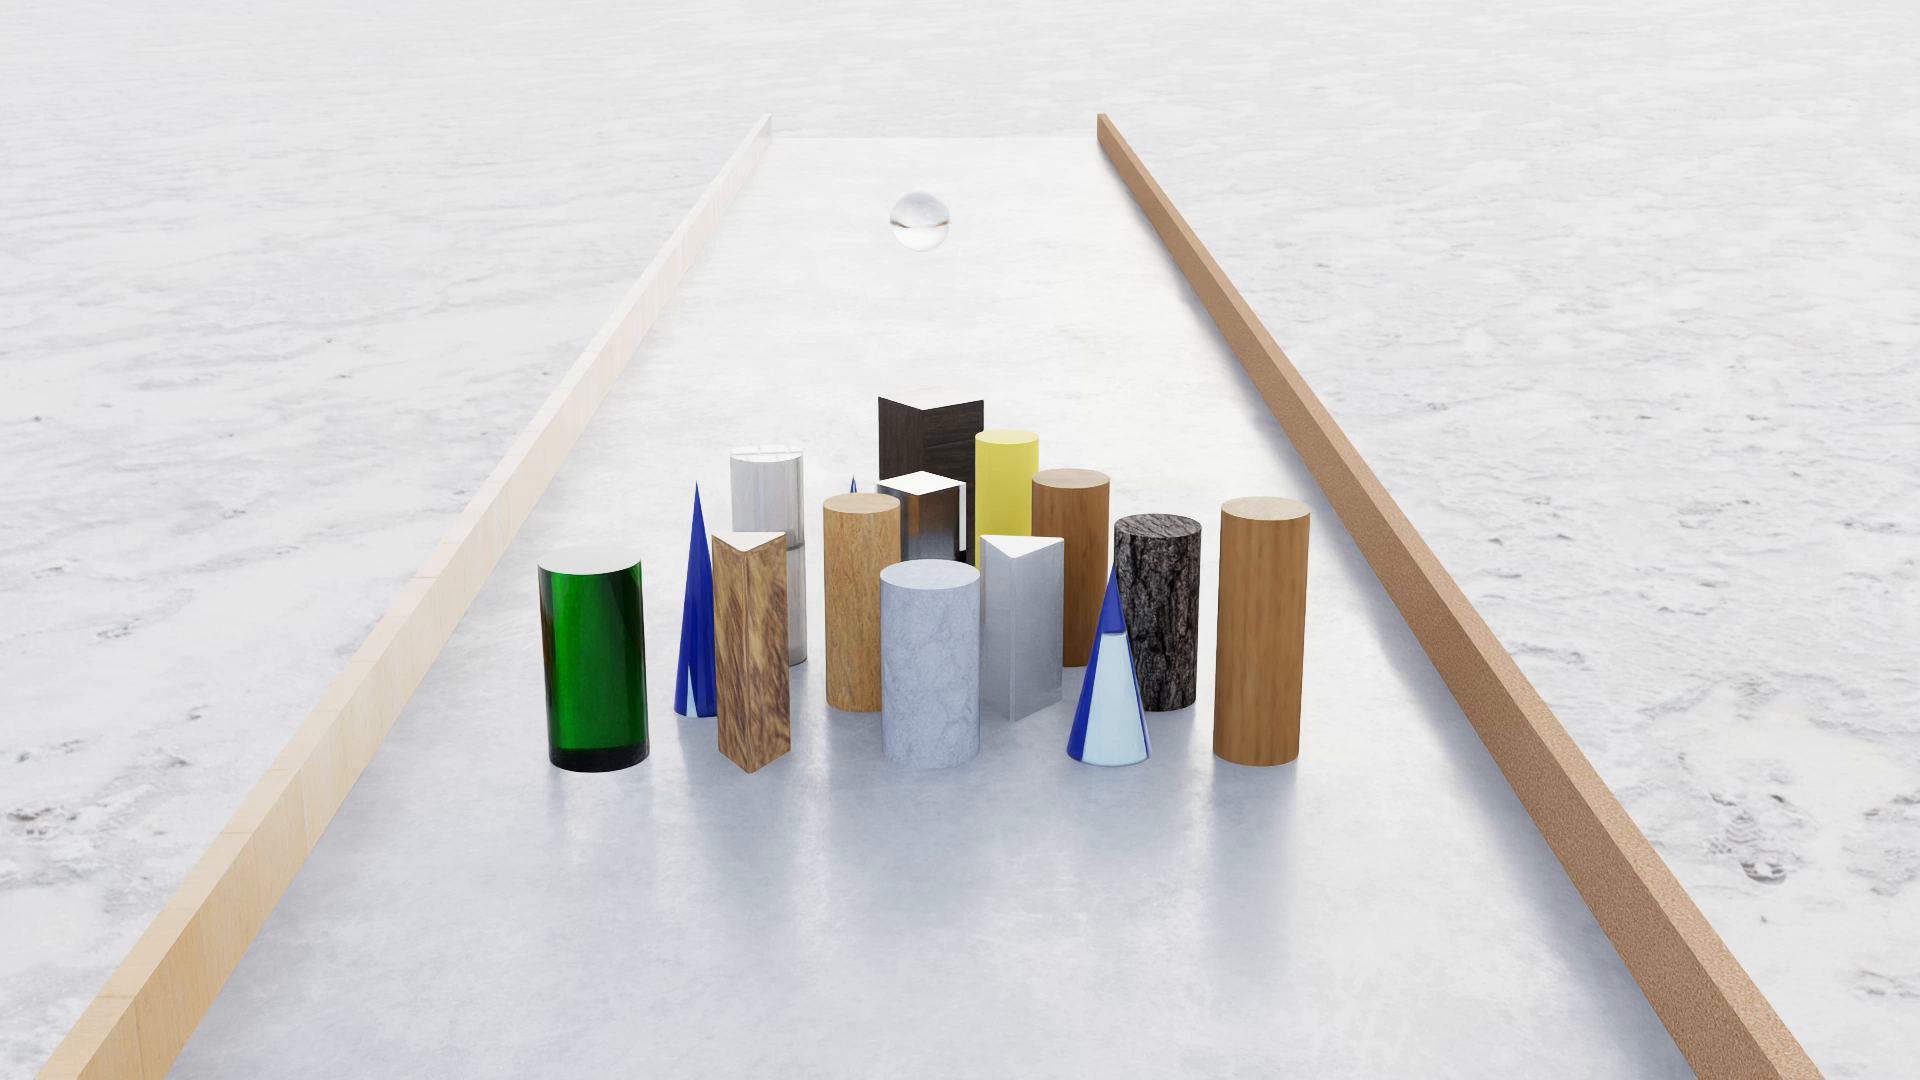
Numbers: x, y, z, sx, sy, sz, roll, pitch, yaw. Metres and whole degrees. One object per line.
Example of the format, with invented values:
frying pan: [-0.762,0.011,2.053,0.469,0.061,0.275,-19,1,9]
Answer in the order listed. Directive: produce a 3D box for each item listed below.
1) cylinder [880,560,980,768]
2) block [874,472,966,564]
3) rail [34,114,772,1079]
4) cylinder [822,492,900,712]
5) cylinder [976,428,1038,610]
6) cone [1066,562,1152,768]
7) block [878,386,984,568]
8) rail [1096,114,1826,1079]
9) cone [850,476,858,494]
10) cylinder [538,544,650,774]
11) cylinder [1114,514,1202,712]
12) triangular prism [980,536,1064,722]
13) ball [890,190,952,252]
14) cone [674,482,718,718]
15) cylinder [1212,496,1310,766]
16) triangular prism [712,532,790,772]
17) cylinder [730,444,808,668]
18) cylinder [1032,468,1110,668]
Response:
cylinder: [-0.053,0.218,3.912,0.176,0.331,0.176,0,17,0]
block: [-0.078,0.065,4.359,0.127,0.370,0.127,-15,22,-41]
rail: [-1.118,-0.838,7.780,0.050,0.150,12.000,0,17,-1]
cylinder: [-0.183,0.117,4.150,0.144,0.389,0.144,0,17,0]
cylinder: [0.098,-0.026,4.625,0.132,0.394,0.132,0,17,0]
cone: [0.268,0.209,3.902,0.154,0.354,0.154,0,17,0]
block: [-0.063,-0.109,4.856,0.165,0.420,0.165,-12,20,-35]
rail: [0.932,-0.844,7.801,0.050,0.150,12.000,0,17,-1]
cone: [-0.224,0.006,4.668,0.116,0.308,0.116,0,17,0]
cylinder: [-0.646,0.208,3.887,0.180,0.365,0.180,0,17,0]
cylinder: [0.371,0.136,4.169,0.164,0.342,0.164,0,17,0]
triangular prism: [0.093,0.156,4.141,0.135,0.320,0.155,13,21,37]
ball: [-0.167,-1.349,9.307,0.259,0.259,0.259,0,17,0]
cone: [-0.484,0.101,4.103,0.118,0.447,0.118,0,17,0]
cylinder: [0.532,0.161,3.891,0.155,0.452,0.155,0,17,0]
triangular prism: [-0.353,0.190,3.874,0.111,0.407,0.128,-10,19,-29]
cylinder: [-0.380,0.032,4.372,0.145,0.425,0.145,0,17,0]
cylinder: [0.219,0.054,4.397,0.154,0.369,0.154,0,17,0]
